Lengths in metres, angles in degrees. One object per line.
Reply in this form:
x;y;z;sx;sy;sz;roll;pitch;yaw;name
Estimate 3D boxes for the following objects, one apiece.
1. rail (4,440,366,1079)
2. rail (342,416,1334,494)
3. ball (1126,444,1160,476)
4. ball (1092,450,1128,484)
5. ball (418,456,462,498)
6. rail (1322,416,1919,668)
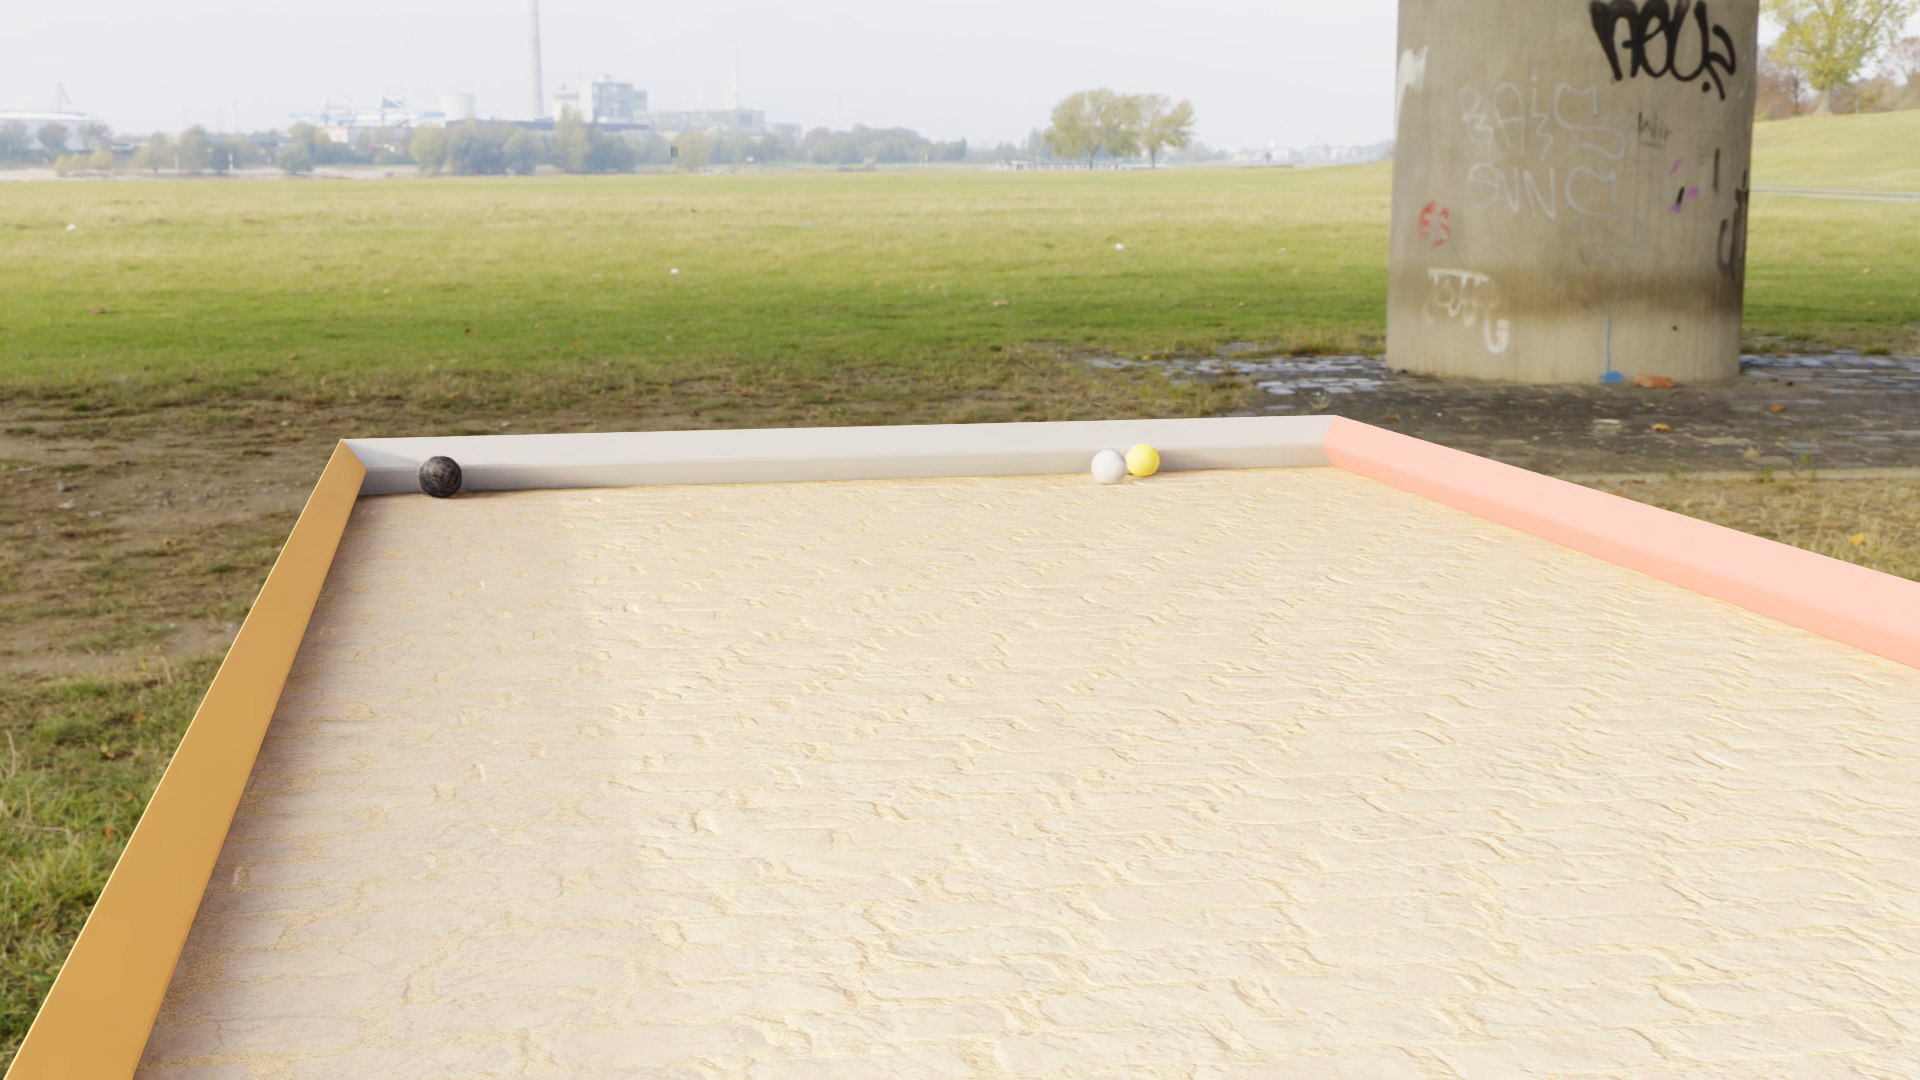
-0.718;0.156;2.246;0.045;0.099;3.553;-2;10;-12;rail
-0.181;-0.160;4.127;1.895;0.099;0.045;-2;10;-12;rail
0.347;-0.152;4.189;0.063;0.063;0.063;0;10;0;ball
0.277;-0.136;4.084;0.066;0.066;0.066;0;10;0;ball
-0.925;-0.112;3.912;0.076;0.076;0.076;0;10;0;ball
1.089;0.092;2.628;0.045;0.099;3.553;-2;10;-12;rail
